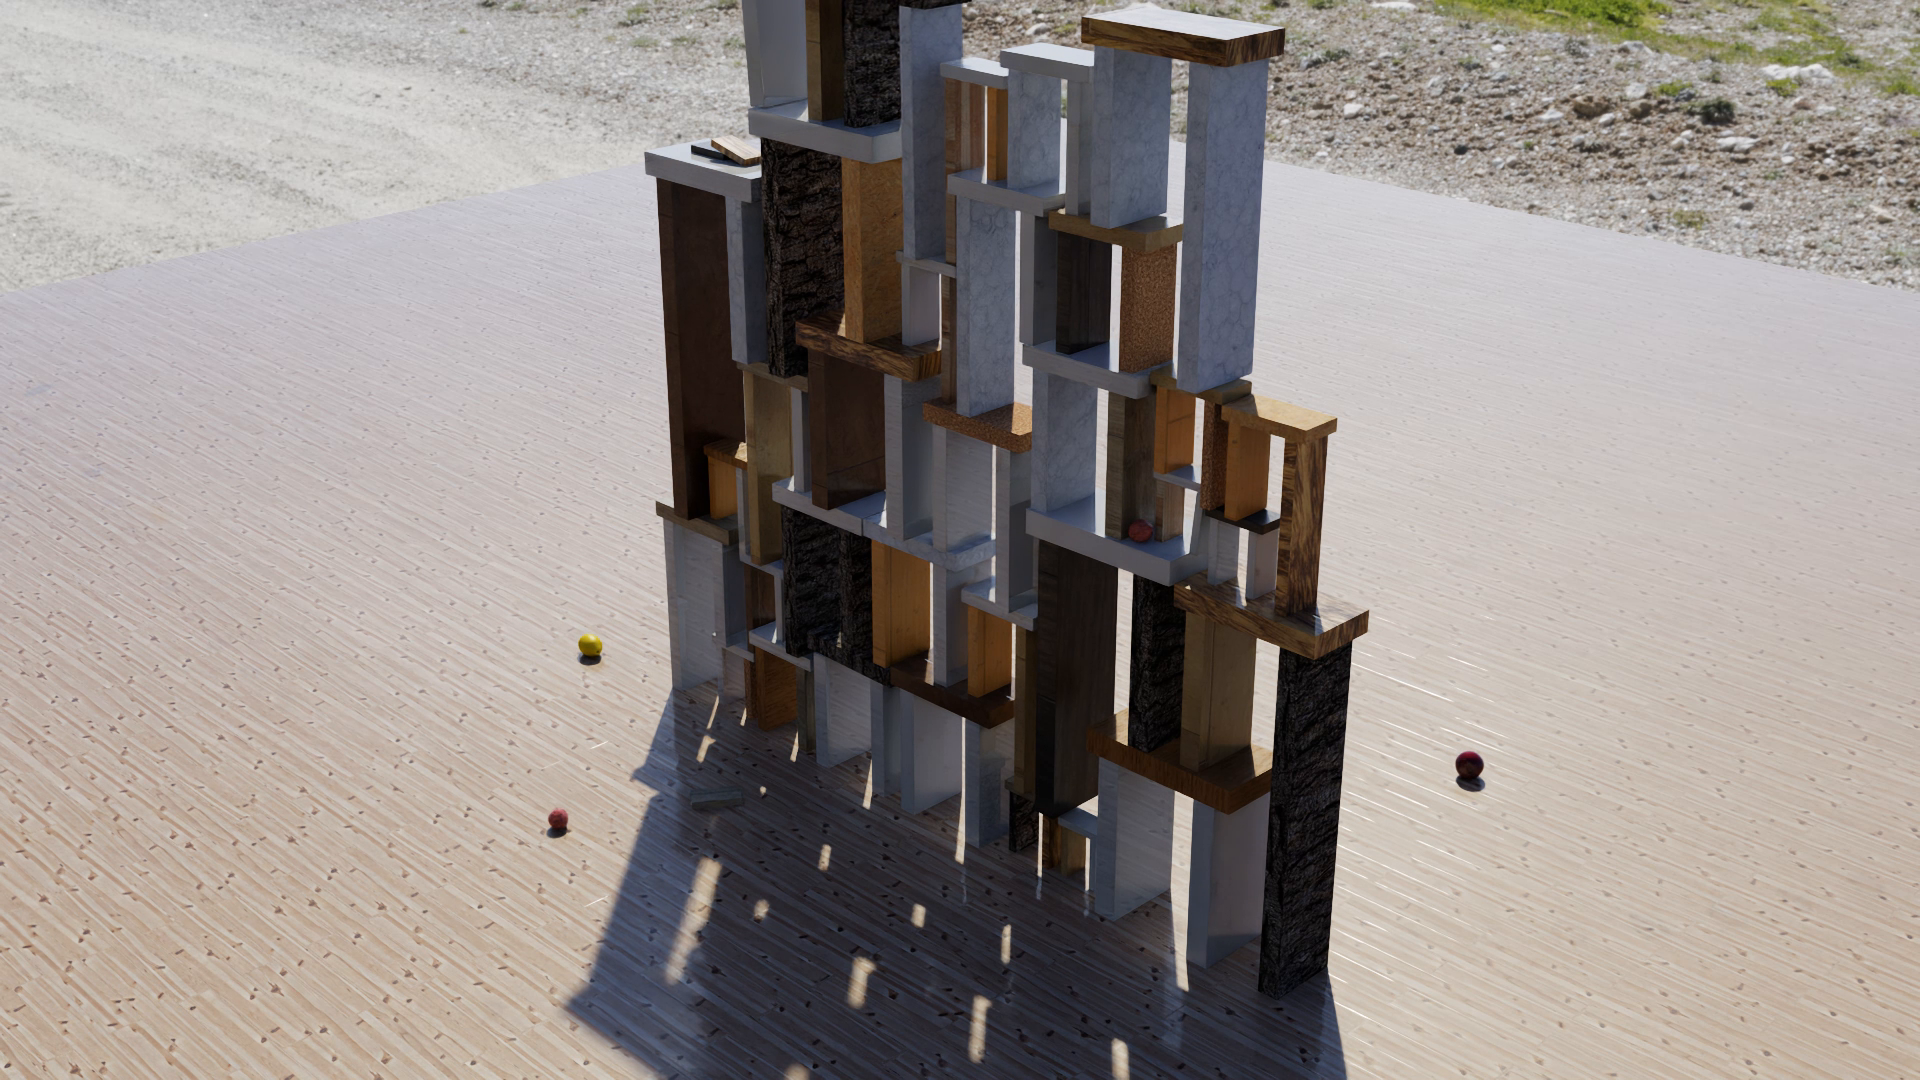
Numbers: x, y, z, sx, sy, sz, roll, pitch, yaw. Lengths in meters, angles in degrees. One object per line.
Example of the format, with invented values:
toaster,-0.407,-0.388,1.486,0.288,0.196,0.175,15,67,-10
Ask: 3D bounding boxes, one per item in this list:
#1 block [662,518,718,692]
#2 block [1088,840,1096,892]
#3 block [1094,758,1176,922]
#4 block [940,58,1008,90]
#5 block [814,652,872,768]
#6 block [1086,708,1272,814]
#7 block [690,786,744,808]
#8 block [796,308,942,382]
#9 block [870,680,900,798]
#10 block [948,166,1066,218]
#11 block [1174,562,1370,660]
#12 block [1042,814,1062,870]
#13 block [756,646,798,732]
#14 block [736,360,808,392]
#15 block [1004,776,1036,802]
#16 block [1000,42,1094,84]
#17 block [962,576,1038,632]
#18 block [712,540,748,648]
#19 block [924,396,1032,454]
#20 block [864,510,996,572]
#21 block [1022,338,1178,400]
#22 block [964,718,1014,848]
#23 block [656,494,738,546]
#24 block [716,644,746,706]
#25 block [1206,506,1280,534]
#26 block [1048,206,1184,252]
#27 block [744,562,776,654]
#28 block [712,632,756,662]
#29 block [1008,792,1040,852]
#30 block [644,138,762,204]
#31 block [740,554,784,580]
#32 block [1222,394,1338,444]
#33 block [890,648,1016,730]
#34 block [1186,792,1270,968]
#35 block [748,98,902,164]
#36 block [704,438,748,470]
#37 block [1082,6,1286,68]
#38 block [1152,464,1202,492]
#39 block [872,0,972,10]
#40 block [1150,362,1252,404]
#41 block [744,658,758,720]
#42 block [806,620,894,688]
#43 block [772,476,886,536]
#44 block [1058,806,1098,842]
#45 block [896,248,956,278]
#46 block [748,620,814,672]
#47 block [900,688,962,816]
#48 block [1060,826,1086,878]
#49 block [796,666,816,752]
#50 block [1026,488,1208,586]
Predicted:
block,-0.595,0.129,4.928,0.035,0.413,0.124,21,31,41
block,0.270,0.610,4.185,0.015,0.108,0.054,21,31,41
block,0.327,0.528,4.093,0.047,0.330,0.165,21,31,41
block,0.050,-0.814,3.833,0.081,0.023,0.162,-19,30,-38
block,-0.244,0.339,4.630,0.130,0.259,0.037,-21,31,-40
block,0.405,0.385,3.948,0.330,0.047,0.165,21,31,41
block,-0.497,0.526,4.502,0.106,0.015,0.053,-4,23,-10
block,-0.145,-0.380,4.215,0.329,0.047,0.164,21,31,41
block,-0.122,0.387,4.517,0.037,0.259,0.130,21,31,41
block,0.102,-0.612,3.845,0.117,0.033,0.234,-21,31,-40
block,0.523,0.114,3.712,0.297,0.042,0.148,21,31,41
block,0.189,0.566,4.258,0.019,0.132,0.066,21,31,41
block,-0.395,0.308,4.781,0.099,0.198,0.028,-21,31,-41
block,-0.339,-0.350,4.444,0.219,0.031,0.109,21,31,41
block,0.157,0.484,4.257,0.132,0.019,0.066,21,31,41
block,0.175,-0.802,3.695,0.202,0.029,0.101,21,31,40
block,0.103,0.118,4.161,0.094,0.027,0.189,-21,31,-40
block,-0.477,0.099,4.789,0.035,0.248,0.124,21,31,41
block,0.064,-0.222,4.057,0.125,0.035,0.250,-21,31,-40
block,-0.055,-0.008,4.283,0.253,0.036,0.126,21,31,40
block,0.250,-0.308,3.818,0.265,0.037,0.132,21,31,40
block,0.072,0.457,4.333,0.039,0.274,0.137,21,31,41
block,-0.535,-0.054,4.786,0.248,0.035,0.124,21,31,40
block,-0.506,0.289,4.895,0.020,0.144,0.072,21,31,41
block,0.478,-0.041,3.691,0.061,0.017,0.121,-21,31,-40
block,0.265,-0.531,3.704,0.215,0.030,0.108,21,31,40
block,-0.427,0.137,4.750,0.074,0.209,0.021,-21,31,-41
block,-0.472,0.227,4.832,0.144,0.020,0.072,21,31,41
block,0.126,0.541,4.316,0.019,0.132,0.066,21,31,41
block,-0.462,-0.743,4.411,0.168,0.048,0.336,-21,31,-40
block,-0.393,0.044,4.673,0.074,0.021,0.148,-21,31,-40
block,0.518,-0.197,3.574,0.169,0.024,0.085,21,31,40
block,0.007,0.287,4.331,0.137,0.039,0.275,-21,31,-41
block,0.483,0.589,3.950,0.047,0.330,0.165,21,31,41
block,-0.219,-0.773,4.129,0.174,0.049,0.347,-21,31,-40
block,-0.471,-0.182,4.657,0.141,0.020,0.071,21,31,40
block,0.352,-0.803,3.497,0.295,0.042,0.148,21,31,40
block,0.391,-0.108,3.757,0.115,0.016,0.058,21,31,40
block,-0.104,-0.982,3.915,0.234,0.033,0.117,21,31,40
block,0.402,-0.263,3.676,0.077,0.022,0.155,-21,31,-41
block,-0.438,0.316,4.832,0.020,0.144,0.072,21,31,41
block,-0.182,0.226,4.518,0.130,0.037,0.259,-20,30,-39
block,-0.242,-0.080,4.457,0.268,0.038,0.134,21,31,41
block,0.245,0.543,4.185,0.108,0.015,0.054,21,31,41
block,-0.036,-0.515,4.046,0.156,0.022,0.078,21,31,40
block,-0.348,0.222,4.694,0.099,0.028,0.198,-21,31,-41
block,-0.057,0.406,4.452,0.039,0.274,0.137,21,31,41
block,0.219,0.590,4.232,0.015,0.108,0.054,21,31,41
block,-0.302,0.345,4.695,0.099,0.198,0.028,-21,31,-41
block,0.296,-0.011,3.904,0.335,0.047,0.167,21,31,40
